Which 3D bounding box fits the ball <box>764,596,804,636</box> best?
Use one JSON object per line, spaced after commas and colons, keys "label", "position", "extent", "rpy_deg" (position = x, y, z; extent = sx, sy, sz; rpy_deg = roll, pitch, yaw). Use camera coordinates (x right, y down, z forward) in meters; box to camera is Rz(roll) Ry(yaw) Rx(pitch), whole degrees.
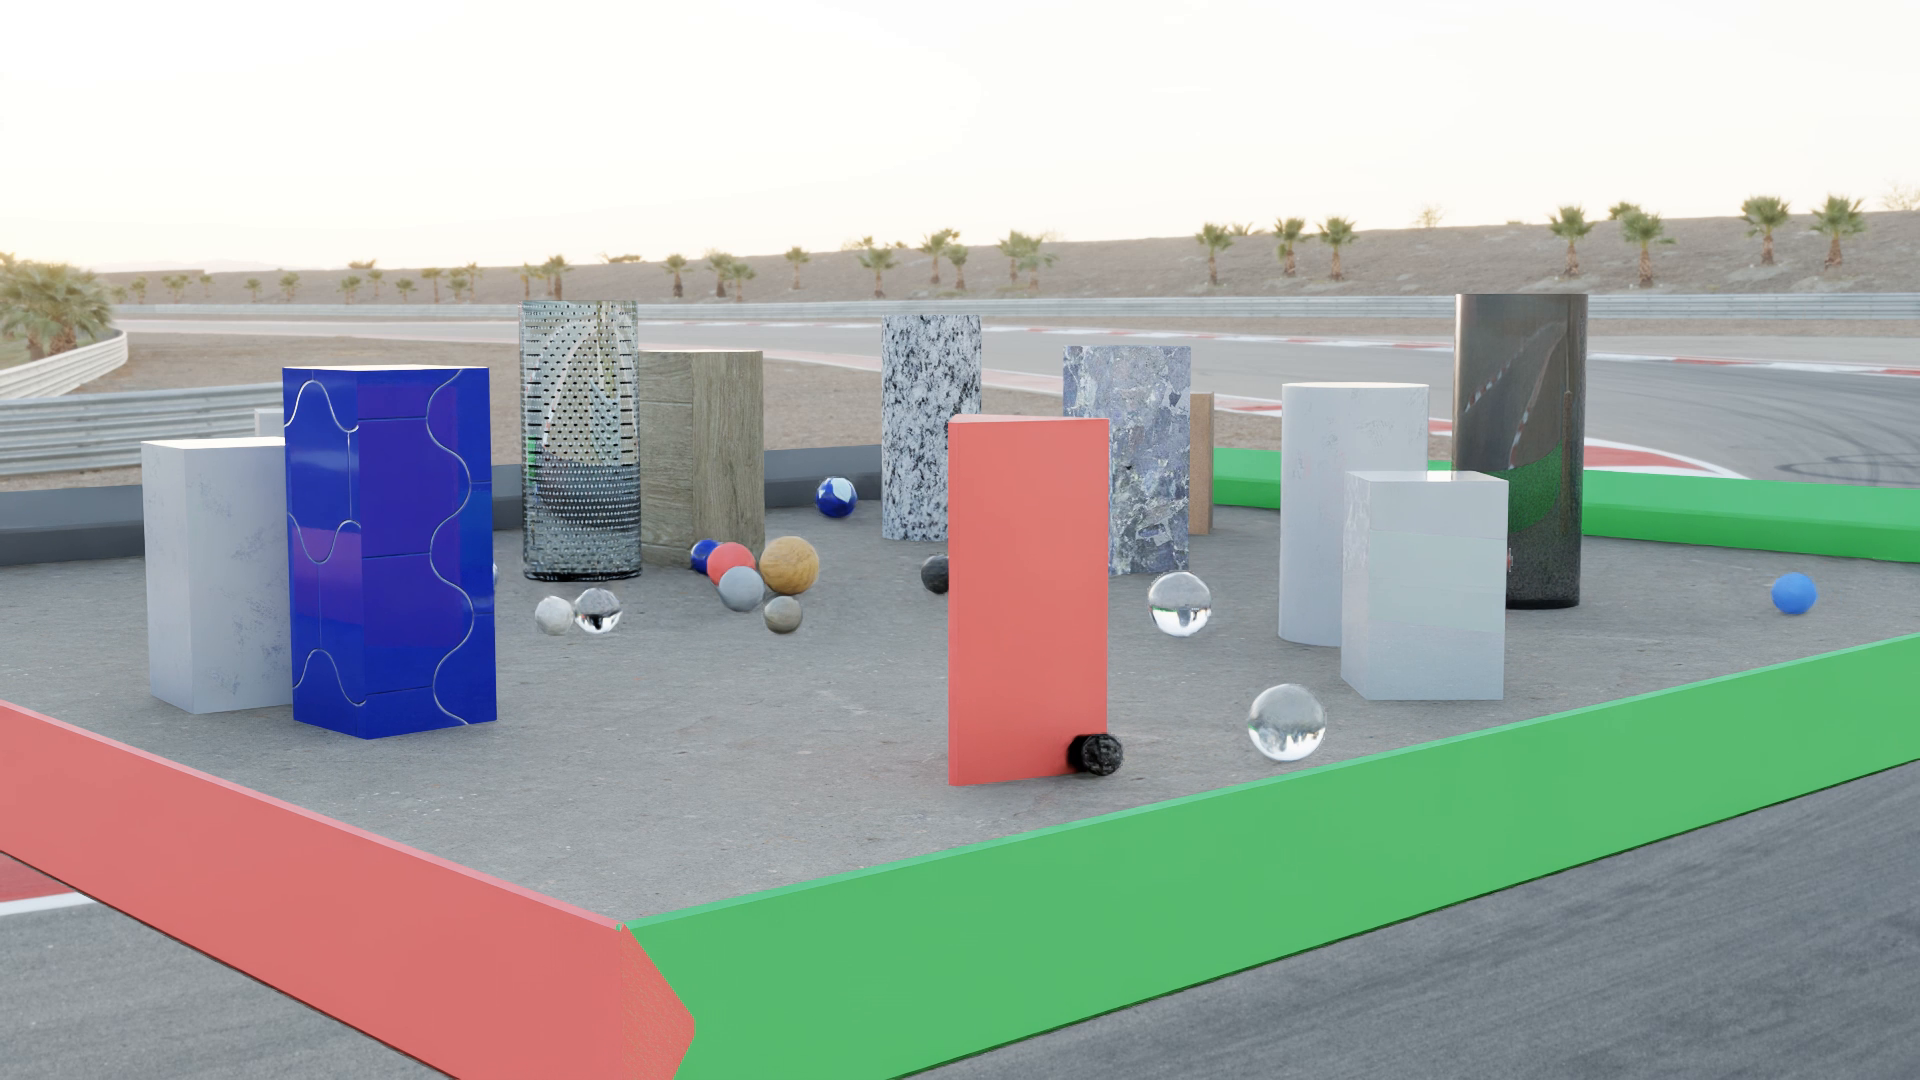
{"label": "ball", "position": [-0.243, 0.104, 3.021], "extent": [0.054, 0.054, 0.054], "rpy_deg": [0, 6, 0]}

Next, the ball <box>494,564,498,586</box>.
{"label": "ball", "position": [-0.754, 0.055, 3.436], "extent": [0.065, 0.065, 0.065], "rpy_deg": [0, 6, 0]}

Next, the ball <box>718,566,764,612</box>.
{"label": "ball", "position": [-0.324, 0.072, 3.252], "extent": [0.069, 0.069, 0.069], "rpy_deg": [0, 6, 0]}

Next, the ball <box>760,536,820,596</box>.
{"label": "ball", "position": [-0.266, 0.040, 3.438], "extent": [0.094, 0.094, 0.094], "rpy_deg": [0, 6, 0]}

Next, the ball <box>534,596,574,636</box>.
{"label": "ball", "position": [-0.556, 0.105, 3.014], "extent": [0.054, 0.054, 0.054], "rpy_deg": [0, 6, 0]}

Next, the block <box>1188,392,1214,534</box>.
{"label": "block", "position": [0.430, -0.159, 4.452], "extent": [0.157, 0.279, 0.157], "rpy_deg": [1, 6, 10]}

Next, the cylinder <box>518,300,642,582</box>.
{"label": "cylinder", "position": [-0.635, -0.169, 3.681], "extent": [0.196, 0.460, 0.196], "rpy_deg": [0, 6, 0]}

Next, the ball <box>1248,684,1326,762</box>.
{"label": "ball", "position": [0.323, 0.181, 2.175], "extent": [0.076, 0.076, 0.076], "rpy_deg": [0, 6, 0]}

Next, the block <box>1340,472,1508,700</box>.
{"label": "block", "position": [0.543, 0.050, 2.587], "extent": [0.157, 0.251, 0.157], "rpy_deg": [0, 6, -1]}

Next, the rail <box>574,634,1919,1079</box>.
{"label": "rail", "position": [1.002, 0.146, 2.251], "extent": [3.248, 0.128, 0.045], "rpy_deg": [-5, 8, -42]}

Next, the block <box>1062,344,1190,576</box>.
{"label": "block", "position": [0.286, -0.142, 3.790], "extent": [0.157, 0.383, 0.157], "rpy_deg": [-3, 7, -29]}

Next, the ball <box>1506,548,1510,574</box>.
{"label": "ball", "position": [0.767, 0.030, 3.229], "extent": [0.080, 0.080, 0.080], "rpy_deg": [0, 6, 0]}

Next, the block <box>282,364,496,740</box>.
{"label": "block", "position": [-0.616, 0.006, 2.376], "extent": [0.157, 0.383, 0.157], "rpy_deg": [-6, 8, -44]}

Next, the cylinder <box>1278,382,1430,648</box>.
{"label": "cylinder", "position": [0.534, -0.039, 2.990], "extent": [0.196, 0.344, 0.196], "rpy_deg": [0, 6, 0]}

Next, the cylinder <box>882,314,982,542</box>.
{"label": "cylinder", "position": [-0.056, -0.224, 4.329], "extent": [0.196, 0.435, 0.196], "rpy_deg": [0, 6, 0]}

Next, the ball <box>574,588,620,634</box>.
{"label": "ball", "position": [-0.500, 0.098, 3.030], "extent": [0.064, 0.064, 0.064], "rpy_deg": [0, 6, 0]}

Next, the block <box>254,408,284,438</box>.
{"label": "block", "position": [-1.049, -0.068, 3.553], "extent": [0.157, 0.284, 0.157], "rpy_deg": [-2, 6, -20]}

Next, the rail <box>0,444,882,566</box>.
{"label": "rail", "position": [-1.002, -0.080, 4.412], "extent": [3.248, 0.128, 0.045], "rpy_deg": [-5, 8, -42]}

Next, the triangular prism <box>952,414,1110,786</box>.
{"label": "triangular prism", "position": [0.034, 0.050, 2.151], "extent": [0.170, 0.341, 0.147], "rpy_deg": [-3, 7, -27]}

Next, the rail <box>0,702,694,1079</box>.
{"label": "rail", "position": [-1.176, 0.146, 2.253], "extent": [0.045, 0.128, 3.004], "rpy_deg": [-5, 8, -42]}

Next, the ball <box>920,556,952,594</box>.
{"label": "ball", "position": [-0.031, 0.054, 3.461], "extent": [0.061, 0.061, 0.061], "rpy_deg": [0, 6, 0]}

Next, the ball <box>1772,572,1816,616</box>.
{"label": "ball", "position": [1.221, 0.079, 3.218], "extent": [0.062, 0.062, 0.062], "rpy_deg": [0, 6, 0]}

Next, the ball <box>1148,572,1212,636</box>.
{"label": "ball", "position": [0.300, 0.088, 3.007], "extent": [0.088, 0.088, 0.088], "rpy_deg": [0, 6, 0]}

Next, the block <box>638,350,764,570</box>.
{"label": "block", "position": [-0.456, -0.146, 3.870], "extent": [0.157, 0.373, 0.157], "rpy_deg": [-6, 8, -44]}

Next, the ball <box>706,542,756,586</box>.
{"label": "ball", "position": [-0.364, 0.042, 3.497], "extent": [0.078, 0.078, 0.078], "rpy_deg": [0, 6, 0]}

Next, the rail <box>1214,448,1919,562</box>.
{"label": "rail", "position": [1.176, -0.080, 4.411], "extent": [0.045, 0.128, 3.004], "rpy_deg": [-5, 8, -42]}

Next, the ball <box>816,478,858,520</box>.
{"label": "ball", "position": [-0.264, -0.089, 4.696], "extent": [0.089, 0.089, 0.089], "rpy_deg": [0, 6, 0]}

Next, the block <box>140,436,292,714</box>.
{"label": "block", "position": [-0.830, 0.035, 2.523], "extent": [0.157, 0.294, 0.157], "rpy_deg": [-4, 7, -36]}

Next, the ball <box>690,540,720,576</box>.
{"label": "ball", "position": [-0.423, 0.029, 3.697], "extent": [0.062, 0.062, 0.062], "rpy_deg": [0, 6, 0]}

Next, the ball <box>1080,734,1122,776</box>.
{"label": "ball", "position": [0.136, 0.206, 2.109], "extent": [0.041, 0.041, 0.041], "rpy_deg": [0, 6, 0]}

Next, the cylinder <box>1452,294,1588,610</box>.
{"label": "cylinder", "position": [0.849, -0.139, 3.350], "extent": [0.196, 0.468, 0.196], "rpy_deg": [0, 6, 0]}
